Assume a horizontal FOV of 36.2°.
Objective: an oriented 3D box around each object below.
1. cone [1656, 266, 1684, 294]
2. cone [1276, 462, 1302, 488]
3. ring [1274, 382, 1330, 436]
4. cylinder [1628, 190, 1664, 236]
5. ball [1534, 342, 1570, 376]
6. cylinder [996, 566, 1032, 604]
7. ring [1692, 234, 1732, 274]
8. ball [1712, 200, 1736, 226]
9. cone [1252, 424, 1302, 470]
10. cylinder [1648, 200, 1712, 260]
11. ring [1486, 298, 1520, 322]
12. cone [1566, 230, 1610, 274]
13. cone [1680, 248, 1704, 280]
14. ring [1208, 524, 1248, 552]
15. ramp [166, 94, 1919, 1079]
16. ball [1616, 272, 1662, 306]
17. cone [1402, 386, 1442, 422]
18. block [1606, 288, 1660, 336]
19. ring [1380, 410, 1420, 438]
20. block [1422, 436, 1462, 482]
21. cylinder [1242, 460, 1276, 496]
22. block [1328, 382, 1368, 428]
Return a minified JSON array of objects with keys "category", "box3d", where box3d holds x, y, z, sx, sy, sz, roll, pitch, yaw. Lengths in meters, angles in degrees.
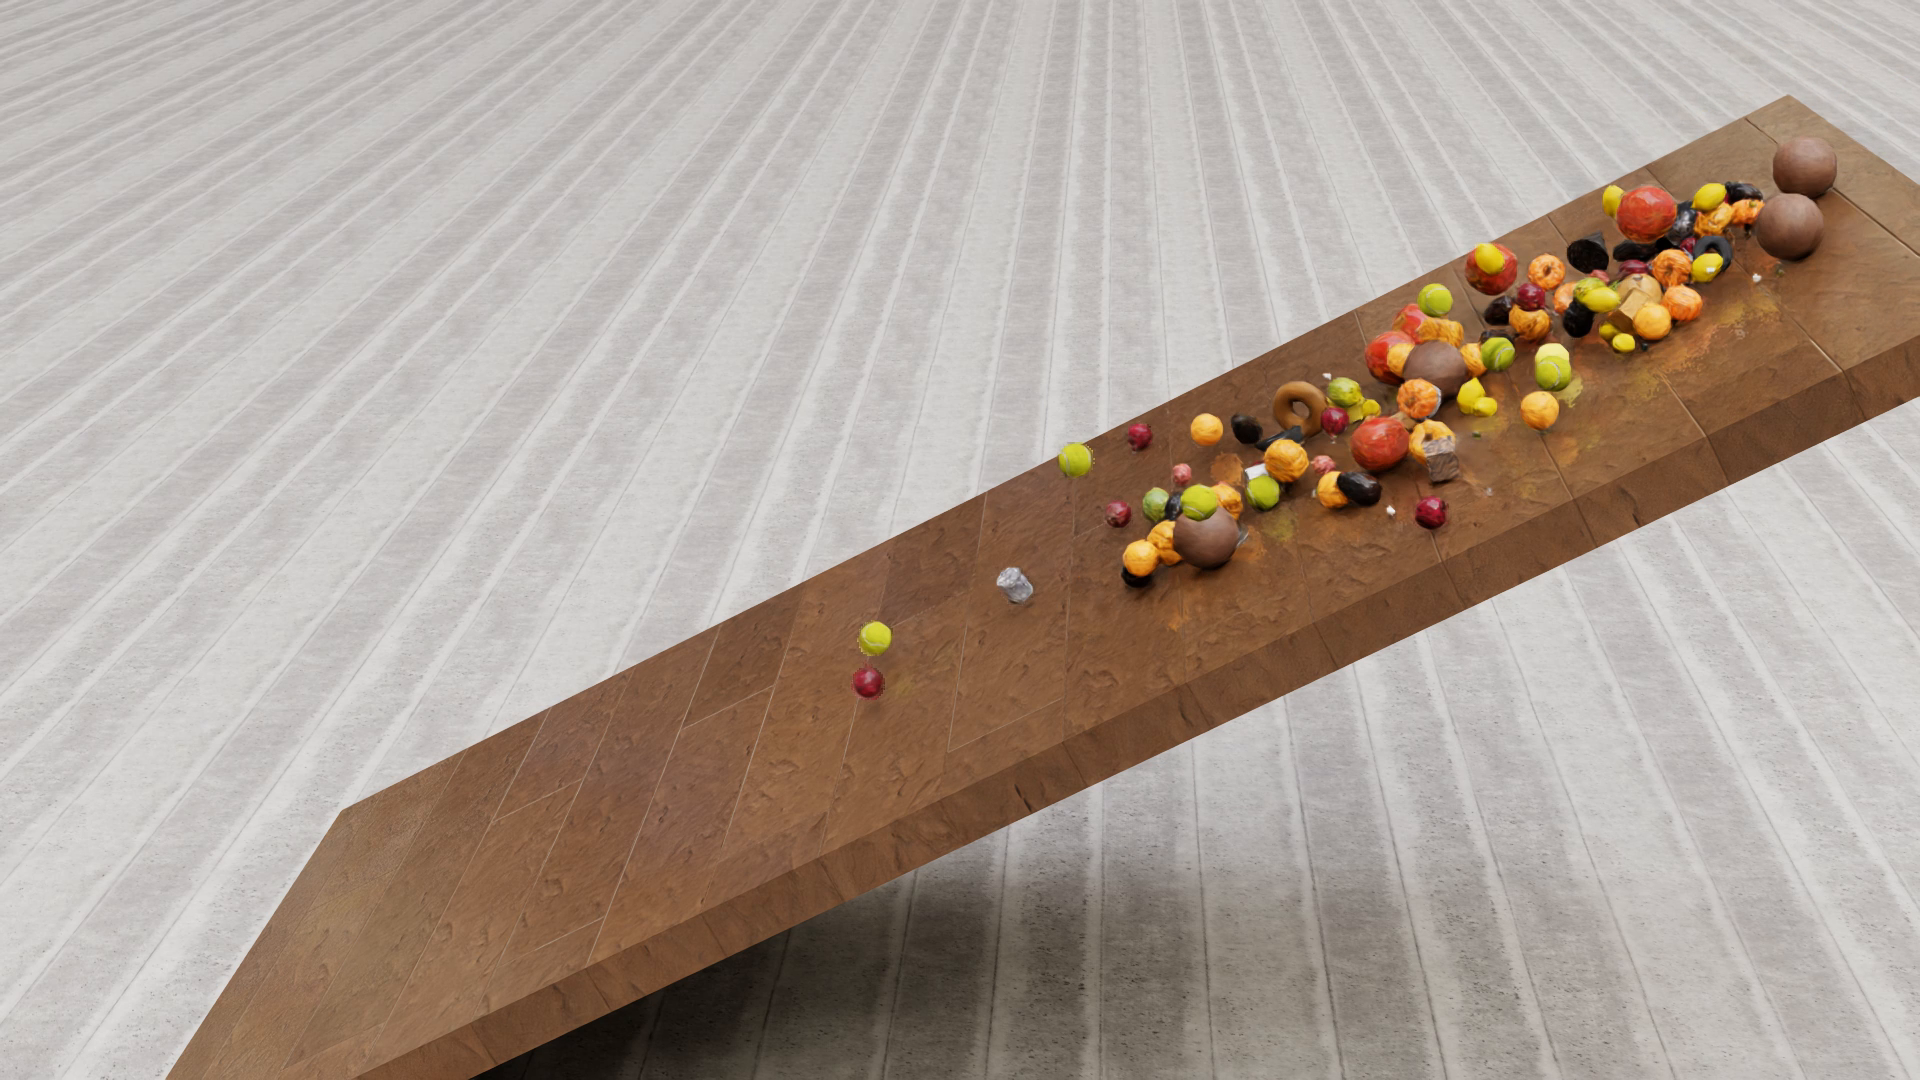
[{"category":"cone","box3d":[1.436,-0.521,5.921,0.057,0.057,0.057,9,6,26]},{"category":"cone","box3d":[0.662,-0.141,6.004,0.051,0.051,0.051,50,33,9]},{"category":"ring","box3d":[0.720,-0.276,6.207,0.128,0.128,0.043,9,32,27]},{"category":"cylinder","box3d":[1.409,-0.671,6.032,0.069,0.069,0.069,-8,52,10]},{"category":"ball","box3d":[1.169,-0.356,5.804,0.067,0.067,0.067,0,17,0]},{"category":"cylinder","box3d":[0.114,0.095,6.139,0.055,0.055,0.055,-25,34,18]},{"category":"ring","box3d":[1.493,-0.567,5.835,0.080,0.080,0.027,2,-8,5]},{"category":"ball","box3d":[1.595,-0.683,6.140,0.052,0.052,0.052,0,17,0]},{"category":"cone","box3d":[0.643,-0.191,6.010,0.094,0.094,0.094,2,17,-7]},{"category":"cylinder","box3d":[1.495,-0.643,6.112,0.092,0.092,0.092,-36,34,-27]},{"category":"ring","box3d":[1.173,-0.496,6.356,0.081,0.027,0.081,-27,16,8]},{"category":"cone","box3d":[1.337,-0.625,6.198,0.092,0.092,0.092,9,49,28]},{"category":"cone","box3d":[1.472,-0.566,5.945,0.061,0.061,0.061,-27,14,7]},{"category":"ring","box3d":[0.533,-0.004,5.852,0.088,0.029,0.088,-26,13,7]},{"category":"ramp","box3d":[0.141,0.167,6.281,4.000,0.100,2.000,-26,14,11]},{"category":"ball","box3d":[1.348,-0.484,5.838,0.091,0.091,0.091,0,17,0]},{"category":"cone","box3d":[0.908,-0.291,5.897,0.082,0.082,0.082,30,-4,-38]},{"category":"block","box3d":[1.318,-0.447,5.763,0.060,0.060,0.060,-50,3,-16]},{"category":"ring","box3d":[0.894,-0.236,5.968,0.089,0.030,0.089,-25,14,7]},{"category":"block","box3d":[0.907,-0.152,5.539,0.058,0.058,0.058,-13,29,9]},{"category":"cylinder","box3d":[0.610,-0.127,6.002,0.051,0.051,0.051,-39,30,-13]},{"category":"block","box3d":[0.819,-0.285,6.216,0.063,0.063,0.063,-23,13,23]}]
